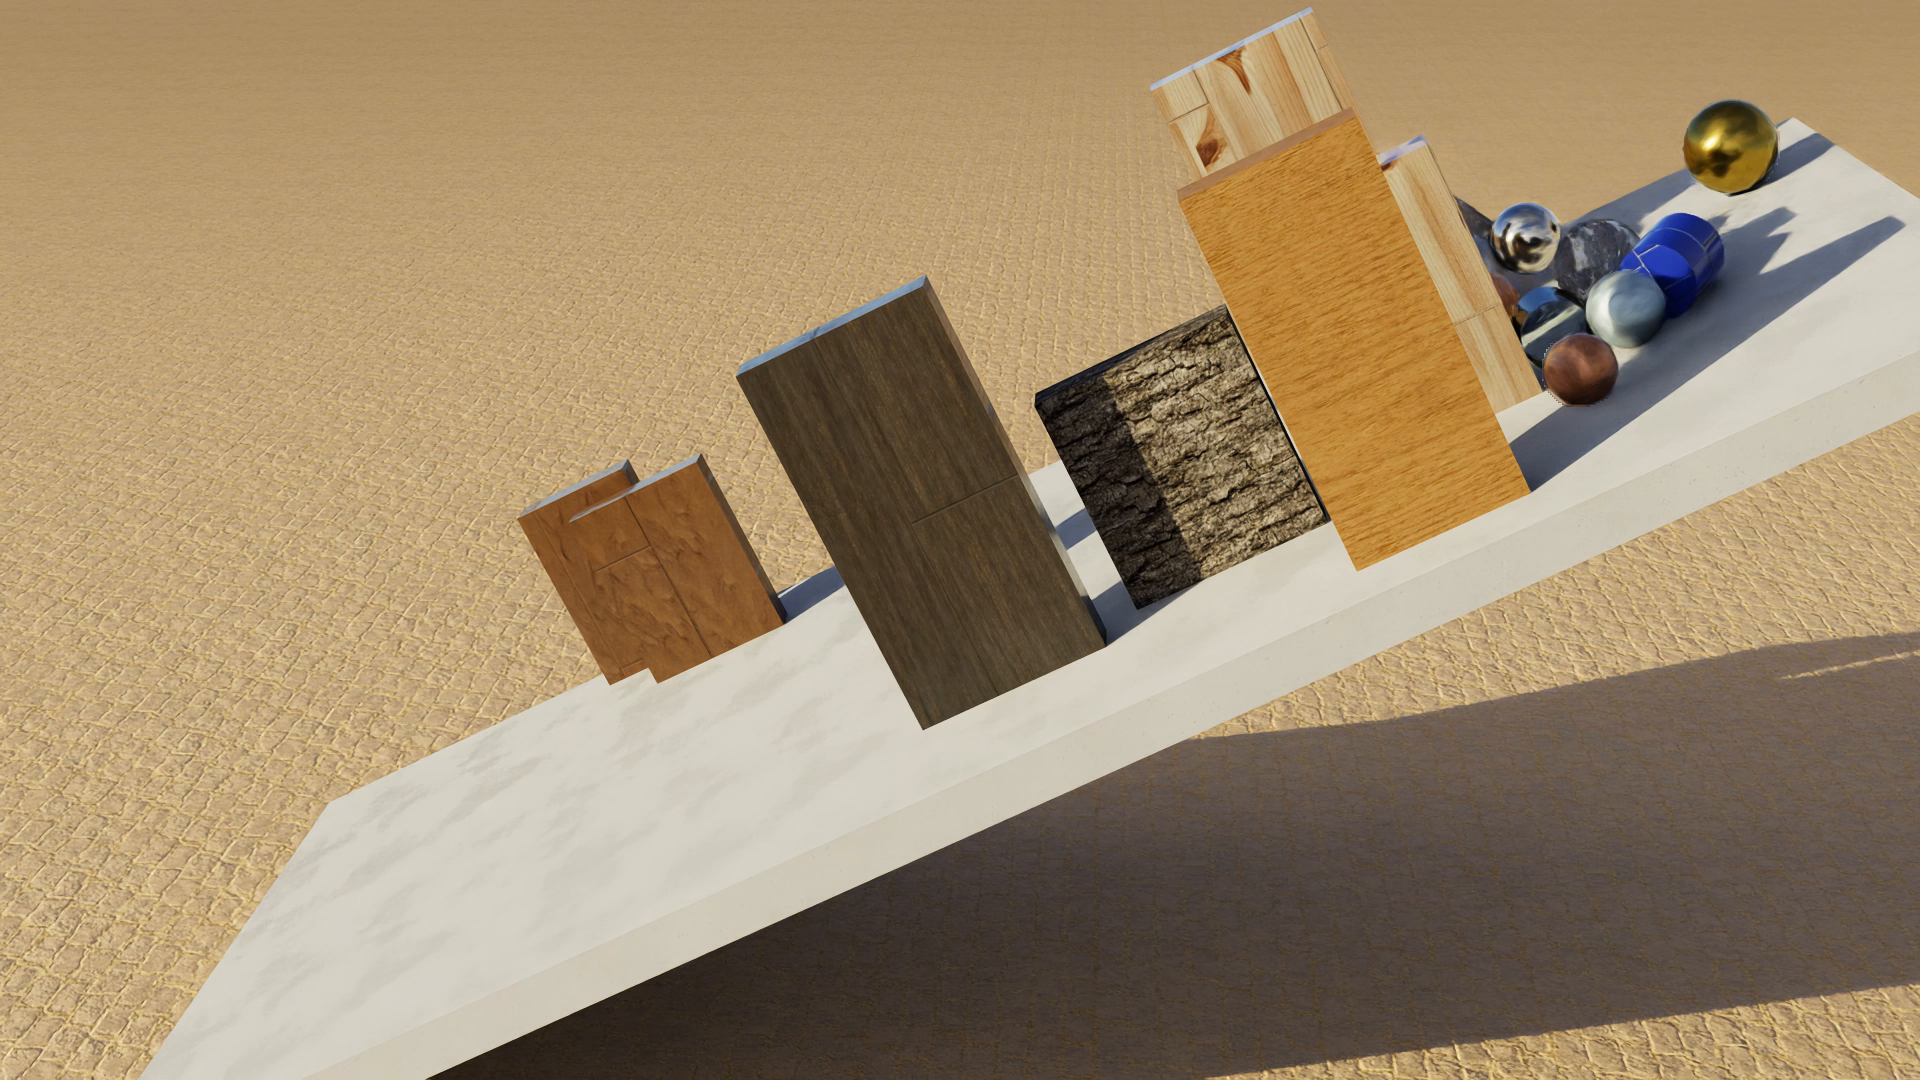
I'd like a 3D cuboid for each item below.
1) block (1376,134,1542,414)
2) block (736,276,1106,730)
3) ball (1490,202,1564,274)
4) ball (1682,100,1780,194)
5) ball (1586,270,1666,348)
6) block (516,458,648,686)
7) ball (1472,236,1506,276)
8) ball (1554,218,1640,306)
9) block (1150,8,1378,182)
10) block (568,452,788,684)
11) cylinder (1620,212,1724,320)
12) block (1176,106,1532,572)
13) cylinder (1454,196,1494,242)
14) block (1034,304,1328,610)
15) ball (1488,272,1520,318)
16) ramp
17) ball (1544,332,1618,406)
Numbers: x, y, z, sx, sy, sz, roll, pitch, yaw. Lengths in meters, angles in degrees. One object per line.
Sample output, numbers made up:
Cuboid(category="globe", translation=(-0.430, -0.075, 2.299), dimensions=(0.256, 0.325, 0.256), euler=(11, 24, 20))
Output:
Cuboid(category="block", translation=(0.836, -0.455, 5.857), dimensions=(0.447, 0.551, 0.125), euler=(-25, 14, 10))
Cuboid(category="block", translation=(-0.068, -0.066, 5.644), dimensions=(0.396, 0.785, 0.107), euler=(-25, 14, 10))
Cuboid(category="ball", translation=(1.255, -0.668, 6.514), dimensions=(0.159, 0.159, 0.159), euler=(0, 16, 0))
Cuboid(category="ball", translation=(1.696, -0.866, 6.473), dimensions=(0.205, 0.205, 0.205), euler=(0, 16, 0))
Cuboid(category="ball", translation=(1.311, -0.455, 5.793), dimensions=(0.155, 0.155, 0.155), euler=(0, 16, 0))
Cuboid(category="block", translation=(-0.841, 0.081, 7.245), dimensions=(0.293, 0.477, 0.094), euler=(-25, 14, 10))
Cuboid(category="ball", translation=(1.141, -0.597, 6.612), dimensions=(0.173, 0.173, 0.173), euler=(0, 16, 0))
Cuboid(category="ball", translation=(1.332, -0.573, 6.115), dimensions=(0.191, 0.191, 0.191), euler=(0, 16, 0))
Cuboid(category="block", translation=(0.763, -0.719, 6.450), dimensions=(0.383, 0.795, 0.097), euler=(-25, 14, 10))
Cuboid(category="block", translation=(-0.671, 0.069, 7.027), dimensions=(0.344, 0.447, 0.088), euler=(-25, 14, 10))
Cuboid(category="cylinder", translation=(1.428, -0.549, 5.903), dimensions=(0.163, 0.163, 0.163), euler=(10, 33, 31))
Cuboid(category="block", translation=(0.709, -0.357, 5.292), dimensions=(0.343, 0.756, 0.119), euler=(-25, 14, 10))
Cuboid(category="cylinder", translation=(1.152, -0.710, 6.878), dimensions=(0.162, 0.162, 0.162), euler=(37, 28, 14))
Cuboid(category="block", translation=(0.431, -0.160, 5.736), dimensions=(0.409, 0.459, 0.104), euler=(-25, 14, 10))
Cuboid(category="ball", translation=(1.134, -0.505, 6.336), dimensions=(0.148, 0.148, 0.148), euler=(0, 16, 0))
Cuboid(category="ramp", translation=(0.138, 0.168, 6.281), dimensions=(4.000, 0.100, 2.000), euler=(-25, 14, 10))
Cuboid(category="ball", translation=(1.181, -0.324, 5.595), dimensions=(0.138, 0.138, 0.138), euler=(0, 16, 0))
